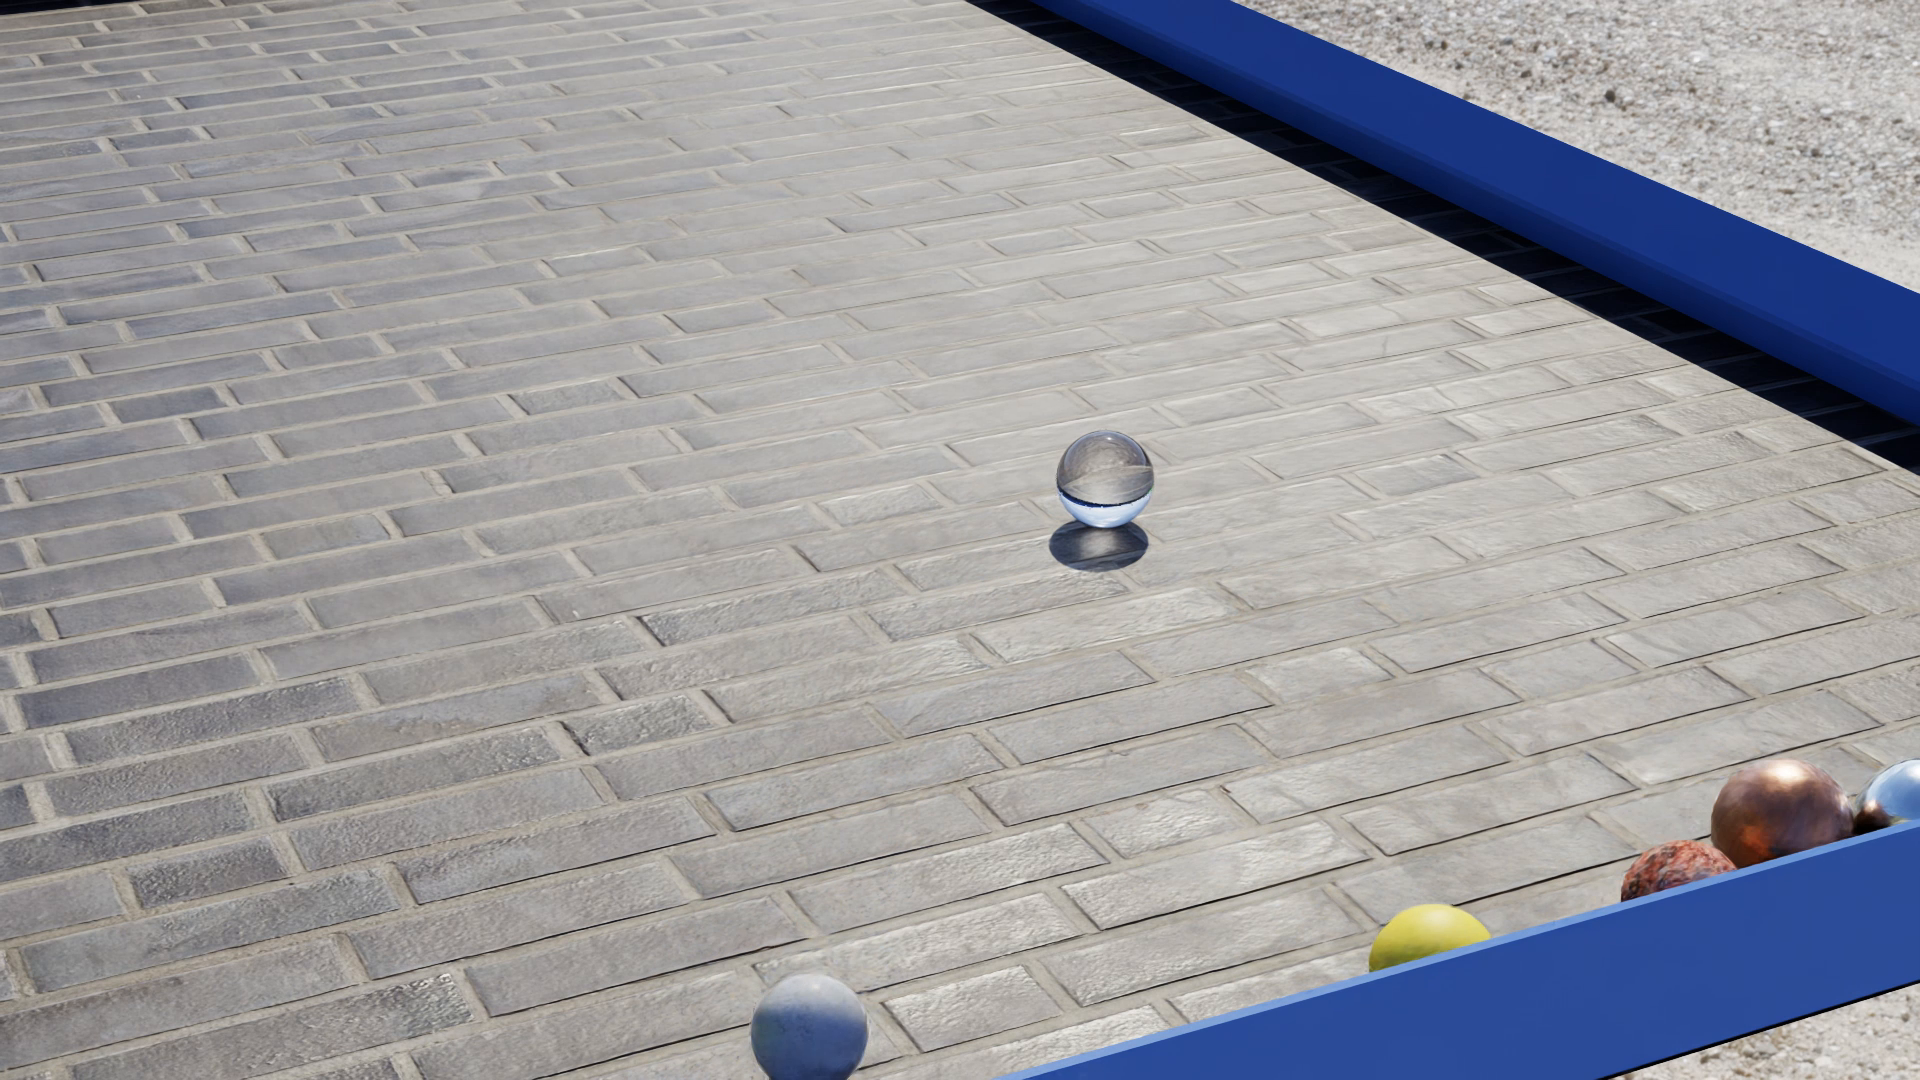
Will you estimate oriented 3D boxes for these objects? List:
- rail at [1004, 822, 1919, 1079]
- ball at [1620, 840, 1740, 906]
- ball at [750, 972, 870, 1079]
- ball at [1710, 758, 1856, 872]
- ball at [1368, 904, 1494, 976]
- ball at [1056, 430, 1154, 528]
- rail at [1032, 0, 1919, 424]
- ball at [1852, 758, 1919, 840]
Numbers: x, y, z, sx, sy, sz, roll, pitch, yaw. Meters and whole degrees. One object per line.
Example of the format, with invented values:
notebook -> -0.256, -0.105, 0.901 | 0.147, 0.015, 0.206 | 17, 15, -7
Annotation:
rail -> 0.306, 0.242, 1.583 | 1.734, 0.109, 0.045 | -11, 26, -23
ball -> 0.419, 0.210, 1.702 | 0.073, 0.073, 0.073 | 0, 24, 0
ball -> -0.081, 0.266, 1.587 | 0.064, 0.064, 0.064 | 0, 24, 0
ball -> 0.495, 0.173, 1.769 | 0.084, 0.084, 0.084 | 0, 24, 0
ball -> 0.264, 0.240, 1.634 | 0.074, 0.074, 0.074 | 0, 24, 0
ball -> 0.112, -0.047, 2.270 | 0.076, 0.076, 0.076 | 0, 24, 0
rail -> 0.443, -0.433, 3.089 | 0.045, 0.109, 2.898 | -11, 26, -23
ball -> 0.580, 0.172, 1.773 | 0.083, 0.083, 0.083 | 0, 24, 0
